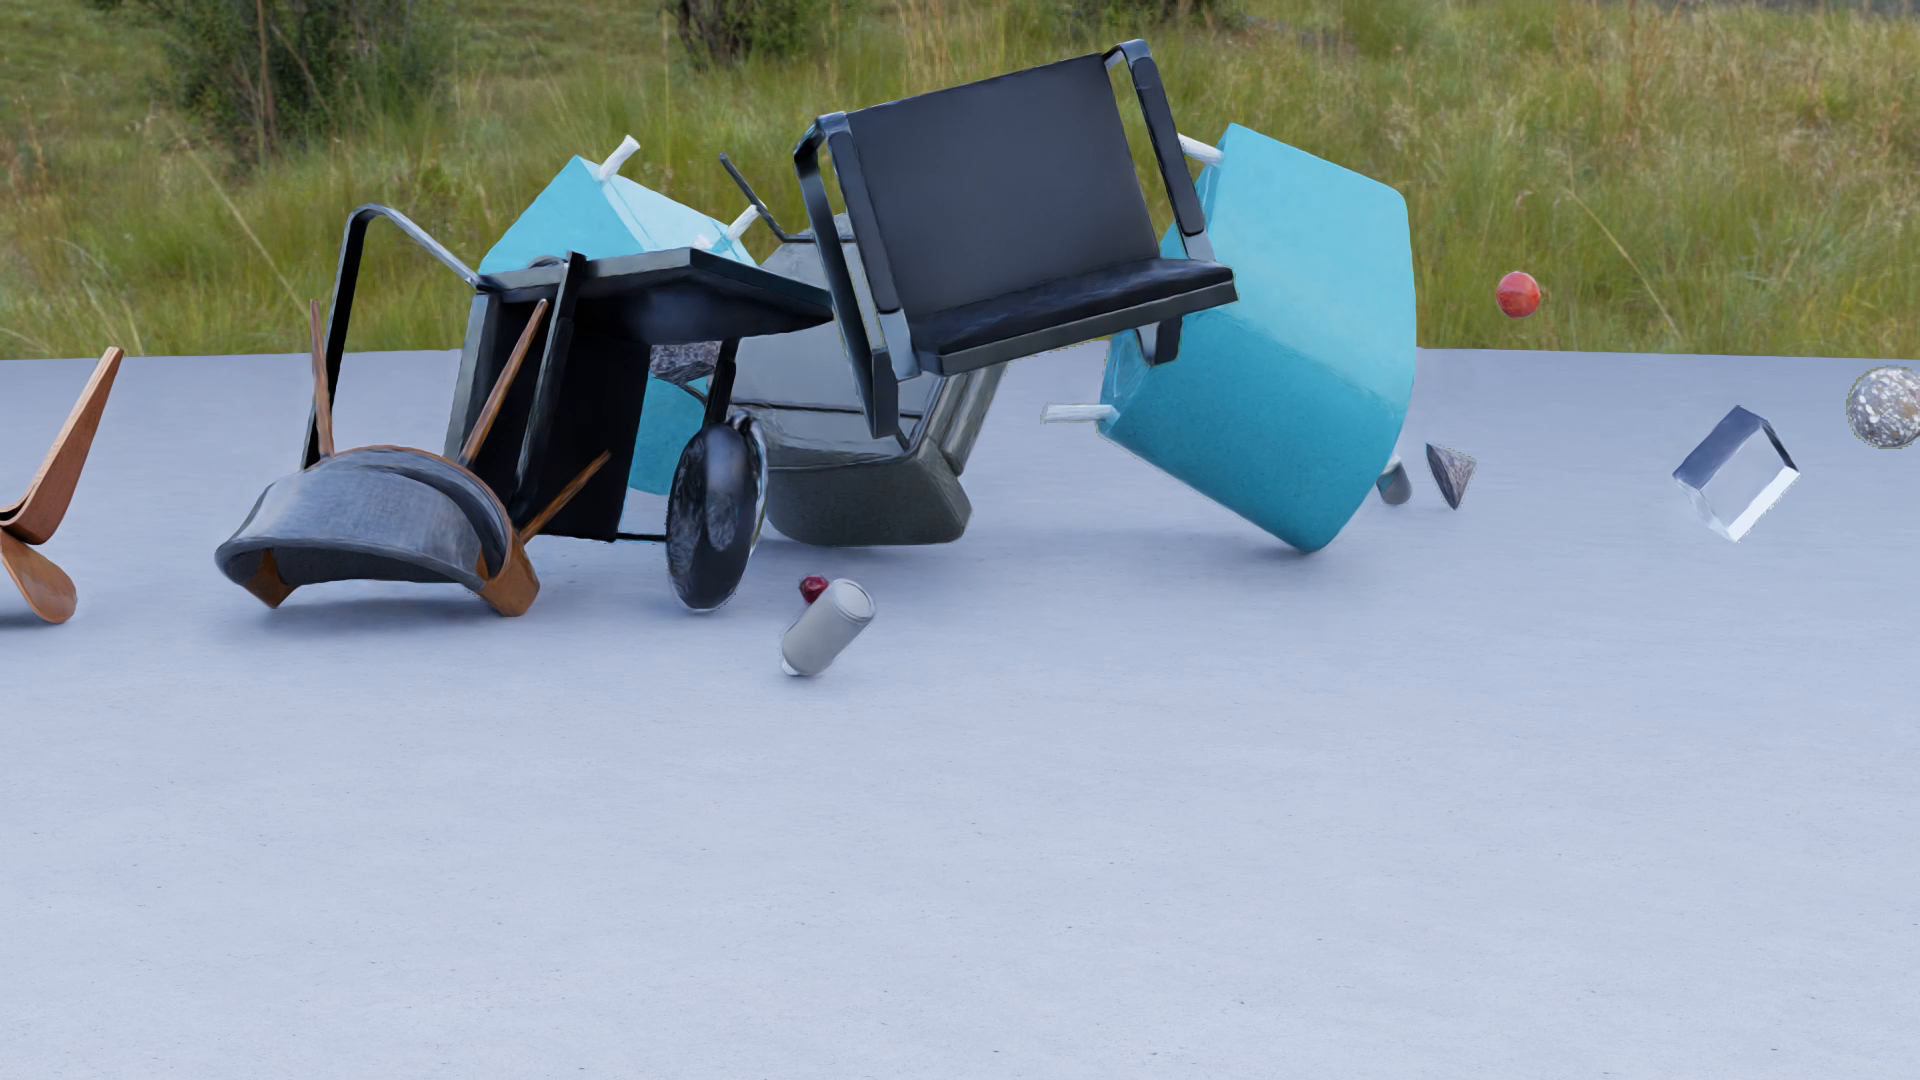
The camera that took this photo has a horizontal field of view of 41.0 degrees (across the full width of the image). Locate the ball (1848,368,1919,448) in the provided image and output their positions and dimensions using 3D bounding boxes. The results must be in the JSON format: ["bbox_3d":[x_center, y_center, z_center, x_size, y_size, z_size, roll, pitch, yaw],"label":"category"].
[{"bbox_3d":[2.131,-0.304,5.875,0.182,0.182,0.182,0,6,0],"label":"ball"}]

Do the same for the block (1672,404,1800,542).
[{"bbox_3d":[1.901,-0.161,6.287,0.224,0.236,0.105,45,-3,-38],"label":"block"}]

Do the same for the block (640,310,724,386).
[{"bbox_3d":[-0.643,-0.444,5.944,0.122,0.121,0.135,-17,-10,17],"label":"block"}]

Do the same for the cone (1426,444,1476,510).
[{"bbox_3d":[1.401,-0.198,7.207,0.105,0.204,0.244,-23,-6,1],"label":"cone"}]

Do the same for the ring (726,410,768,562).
[{"bbox_3d":[-0.492,-0.109,5.697,0.053,0.363,0.258,7,9,18],"label":"ring"}]

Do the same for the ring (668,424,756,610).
[{"bbox_3d":[-0.481,-0.044,4.953,0.104,0.375,0.262,1,23,-28],"label":"ring"}]

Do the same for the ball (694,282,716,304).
[{"bbox_3d":[-0.789,-0.768,7.949,0.067,0.067,0.067,0,6,0],"label":"ball"}]
